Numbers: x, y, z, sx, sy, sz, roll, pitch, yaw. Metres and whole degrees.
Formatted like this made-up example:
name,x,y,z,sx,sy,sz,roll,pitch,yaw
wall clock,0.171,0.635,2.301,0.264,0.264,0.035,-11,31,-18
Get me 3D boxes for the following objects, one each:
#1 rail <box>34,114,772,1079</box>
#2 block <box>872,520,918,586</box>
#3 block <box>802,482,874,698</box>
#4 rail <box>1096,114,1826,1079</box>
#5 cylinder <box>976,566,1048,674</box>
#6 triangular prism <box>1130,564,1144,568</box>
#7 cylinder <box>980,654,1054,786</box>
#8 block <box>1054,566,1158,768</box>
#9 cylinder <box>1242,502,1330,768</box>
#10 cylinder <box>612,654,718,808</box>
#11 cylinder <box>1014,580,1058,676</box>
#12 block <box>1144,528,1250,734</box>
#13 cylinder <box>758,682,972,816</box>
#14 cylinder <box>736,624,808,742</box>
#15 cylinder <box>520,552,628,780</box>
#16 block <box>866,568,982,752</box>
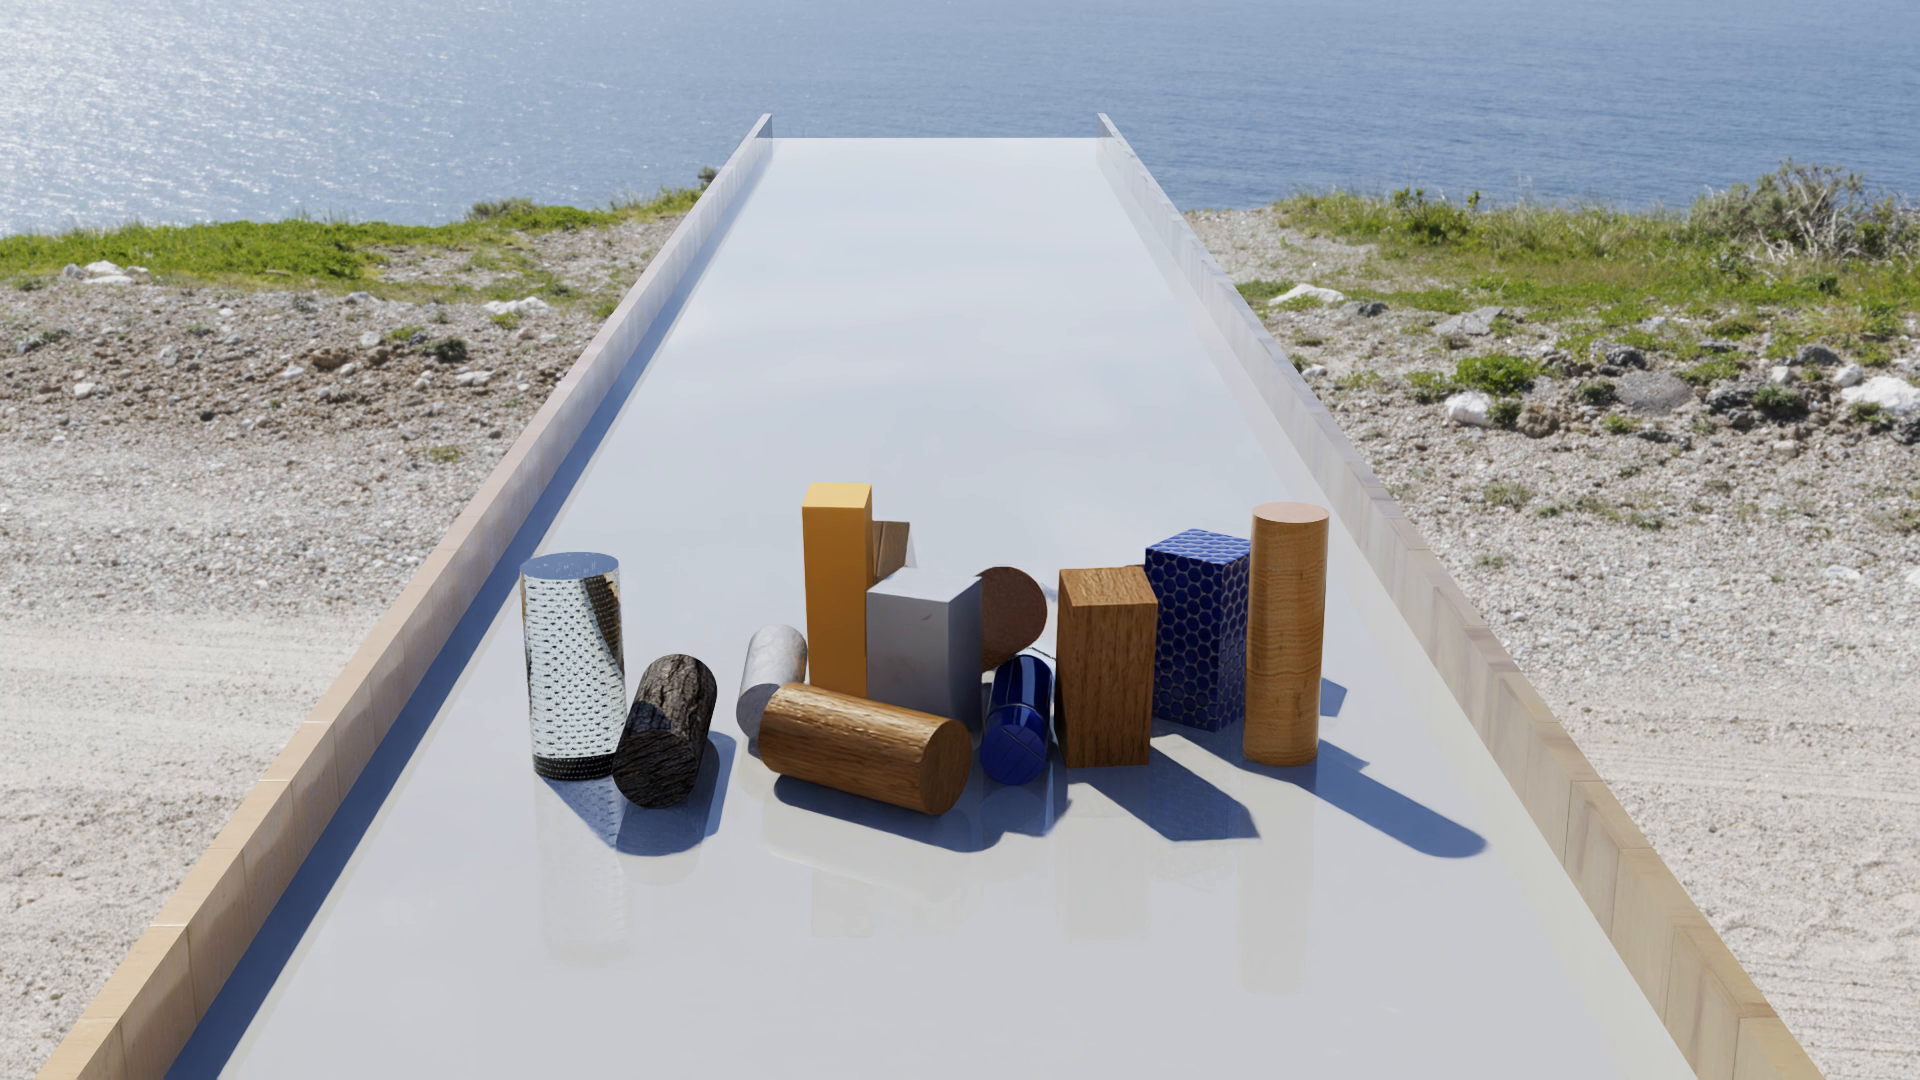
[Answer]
name,x,y,z,sx,sy,sz,roll,pitch,yaw
rail,-1.118,-0.838,7.780,0.050,0.150,12.000,0,17,-1
block,-0.150,0.105,4.285,0.124,0.336,0.124,2,58,6
block,-0.221,0.114,4.074,0.112,0.428,0.112,1,24,4
rail,0.932,-0.844,7.801,0.050,0.150,12.000,0,17,-1
cylinder,0.032,0.164,4.126,0.160,0.160,0.358,-5,-11,-18
triangular prism,0.526,0.097,4.665,0.371,0.127,0.147,-5,18,-17
cylinder,0.106,0.319,3.953,0.114,0.114,0.360,1,17,5
block,0.254,0.224,3.883,0.148,0.319,0.148,-2,25,-7
cylinder,0.574,0.167,3.879,0.134,0.449,0.134,0,17,0
cylinder,-0.514,0.330,3.864,0.143,0.143,0.377,0,17,-1
cylinder,0.186,0.187,4.304,0.168,0.168,0.419,-10,19,-31
block,0.454,0.166,4.097,0.165,0.324,0.165,13,21,35
cylinder,-0.163,0.353,3.756,0.332,0.162,0.162,11,20,32
cylinder,-0.350,0.266,4.129,0.117,0.117,0.334,0,17,-1
cylinder,-0.673,0.219,3.847,0.170,0.364,0.170,-1,16,0
block,-0.061,0.230,3.897,0.155,0.318,0.155,7,18,22
